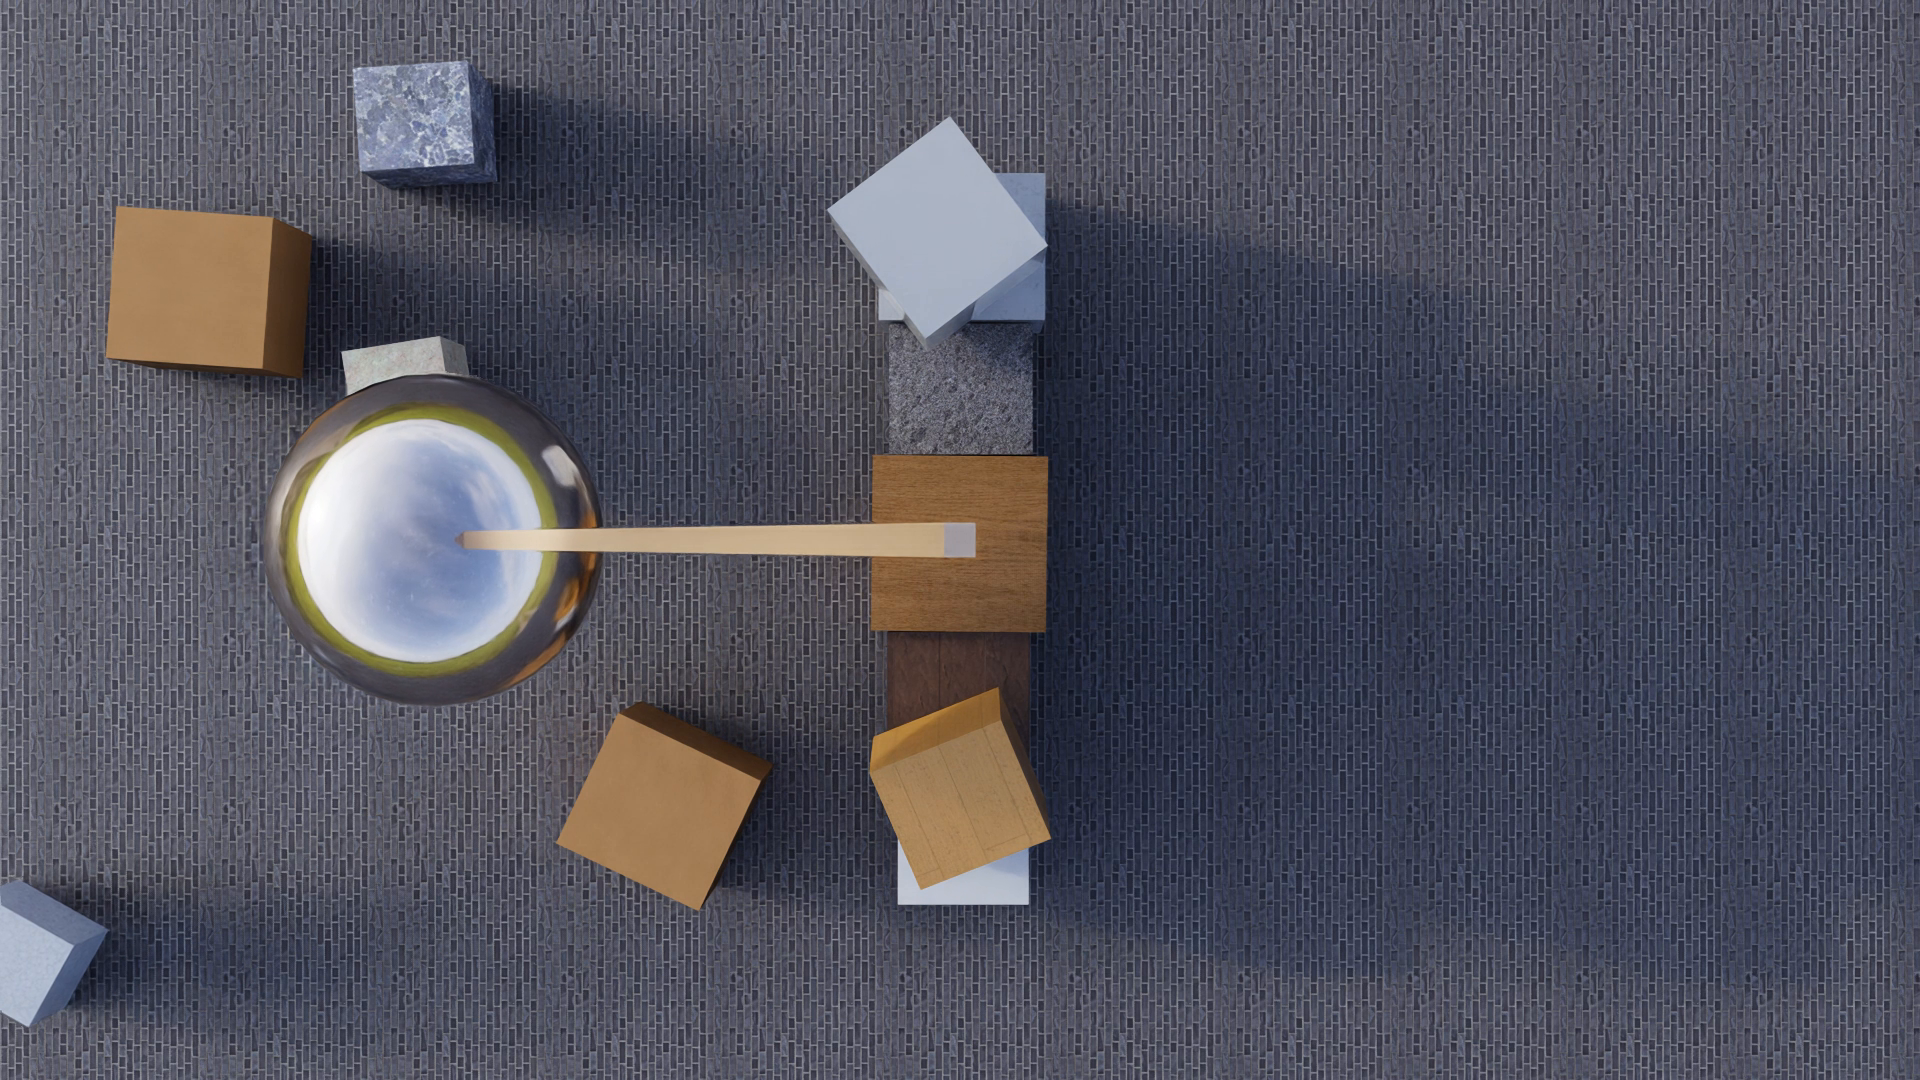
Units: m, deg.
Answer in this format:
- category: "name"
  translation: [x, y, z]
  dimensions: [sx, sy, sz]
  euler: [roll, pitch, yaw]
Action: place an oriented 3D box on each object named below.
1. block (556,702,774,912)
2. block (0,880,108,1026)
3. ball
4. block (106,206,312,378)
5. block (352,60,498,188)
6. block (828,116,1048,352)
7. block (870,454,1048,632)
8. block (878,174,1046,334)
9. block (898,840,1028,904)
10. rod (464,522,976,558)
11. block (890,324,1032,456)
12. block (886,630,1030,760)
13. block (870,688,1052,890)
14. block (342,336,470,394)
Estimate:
- category: "block"
  translation: [-1.661, 1.498, 12.554]
  dimensions: [0.871, 0.891, 0.796]
  euler: [25, 90, 0]
- category: "block"
  translation: [-5.427, 2.386, 12.743]
  dimensions: [0.611, 0.514, 0.529]
  euler: [29, 90, 0]
- category: "ball"
  translation: [-2.511, 0.000, 10.546]
  dimensions: [1.600, 1.600, 1.600]
  euler: [0, 90, 0]
- category: "block"
  translation: [-4.295, -1.407, 12.628]
  dimensions: [0.875, 0.744, 0.848]
  euler: [4, 90, 0]
- category: "block"
  translation: [-3.076, -2.387, 12.689]
  dimensions: [0.645, 0.621, 0.581]
  euler: [-4, 90, 0]
- category: "block"
  translation: [-0.116, -1.615, 11.788]
  dimensions: [0.797, 0.850, 0.839]
  euler: [-37, 90, 0]
- category: "block"
  translation: [-0.003, 0.020, 12.558]
  dimensions: [0.965, 0.883, 0.969]
  euler: [1, 90, 0]
- category: "block"
  translation: [0.011, -1.630, 12.607]
  dimensions: [0.923, 0.787, 0.815]
  euler: [0, 90, 0]
- category: "block"
  translation: [0.019, 1.638, 12.645]
  dimensions: [0.730, 0.711, 0.799]
  euler: [0, 90, 0]
- category: "rod"
  translation: [-1.088, 0.000, 7.458]
  dimensions: [0.080, 5.200, 0.080]
  euler: [0, 90, -25]
- category: "block"
  translation: [0.005, -0.846, 12.661]
  dimensions: [0.804, 0.679, 0.733]
  euler: [0, 90, 0]
- category: "block"
  translation: [-0.009, 0.870, 12.597]
  dimensions: [0.791, 0.807, 0.718]
  euler: [0, 90, 0]
- category: "block"
  translation: [0.001, 1.331, 11.872]
  dimensions: [0.746, 0.667, 0.700]
  euler: [-22, 101, 4]
- category: "block"
  translation: [-3.157, -0.806, 12.687]
  dimensions: [0.560, 0.627, 0.602]
  euler: [-9, 90, 0]
